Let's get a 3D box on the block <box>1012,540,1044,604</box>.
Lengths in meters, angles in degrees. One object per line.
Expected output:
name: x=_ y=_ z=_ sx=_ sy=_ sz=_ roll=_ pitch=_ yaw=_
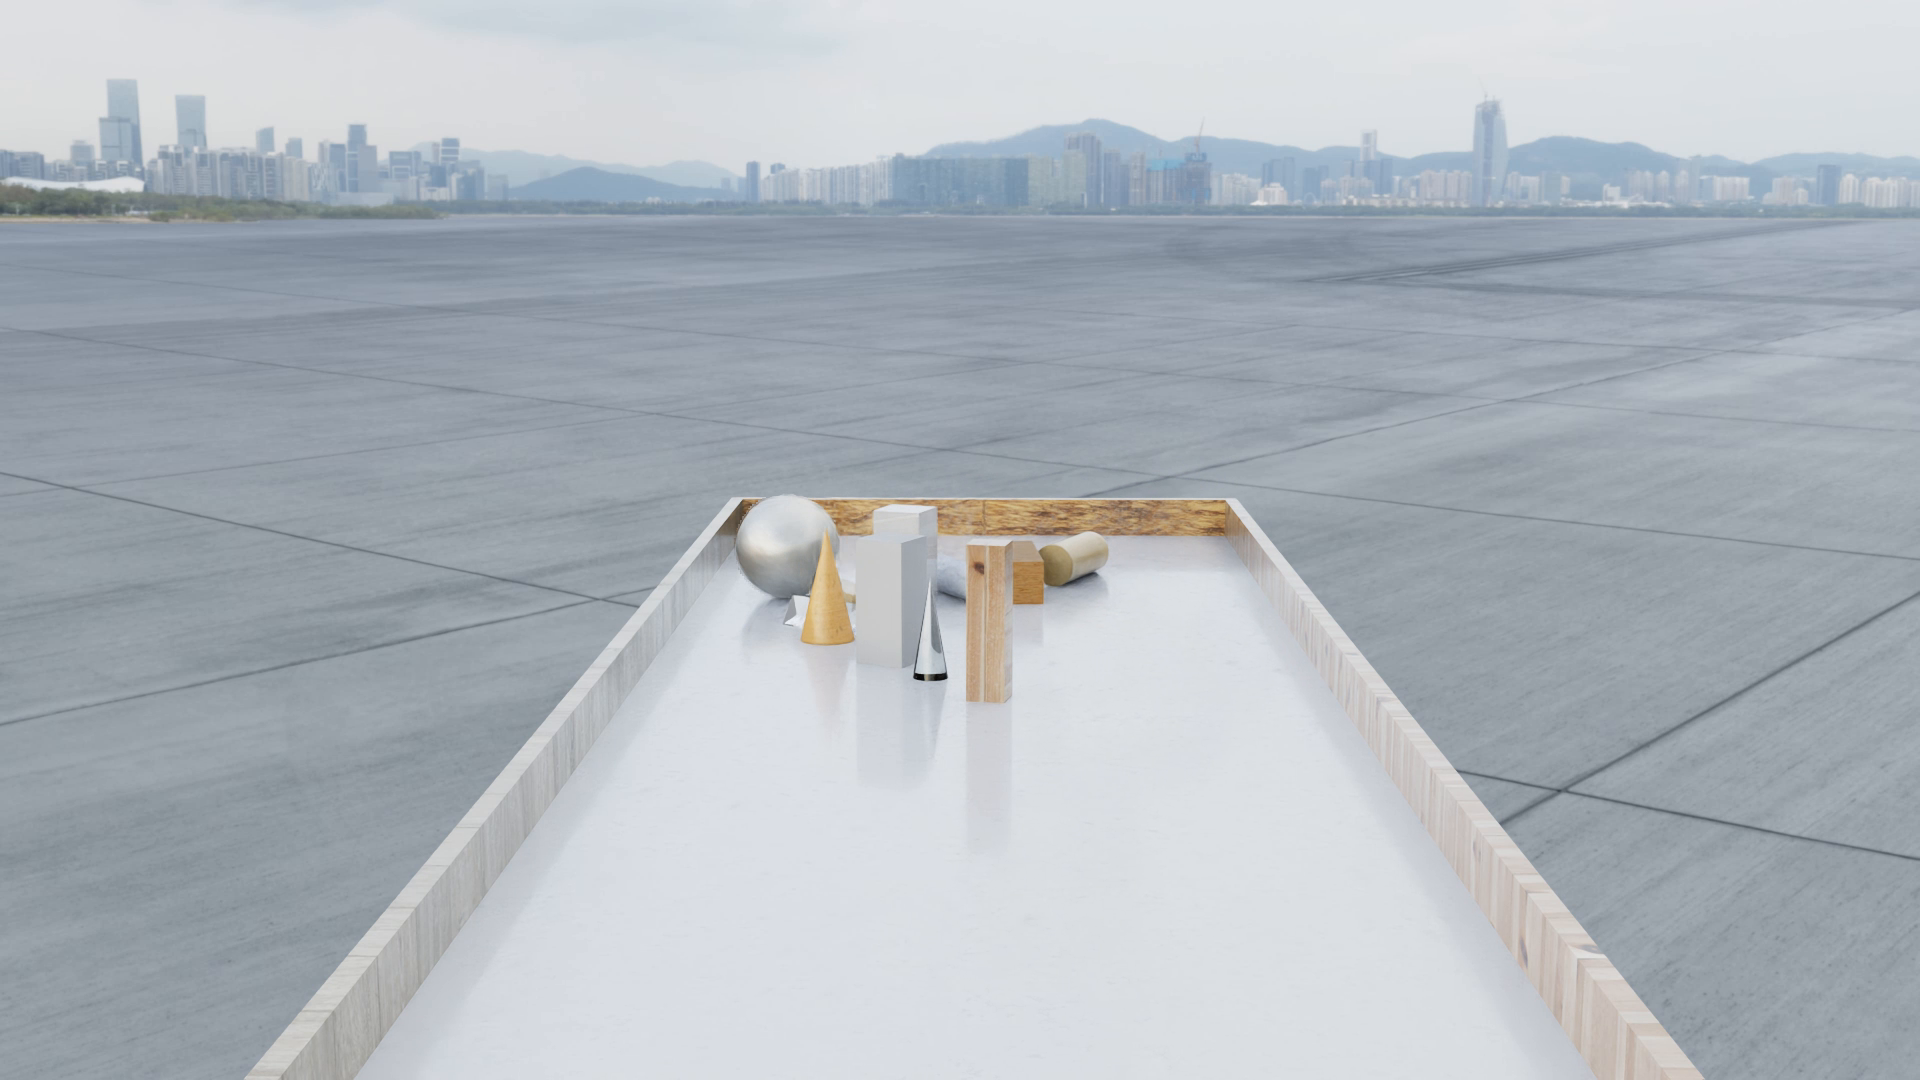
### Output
block: x=0.201 y=0.113 z=7.821 sx=0.149 sy=0.149 sz=0.458 roll=-1 pitch=9 yaw=-3

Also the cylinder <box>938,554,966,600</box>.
cylinder: x=0.002 y=0.137 z=7.732 sx=0.130 sy=0.130 sz=0.331 roll=-5 pitch=10 yaw=-28

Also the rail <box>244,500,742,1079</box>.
rail: x=-1.004 y=0.839 z=3.234 sx=0.050 sy=0.150 sz=12.000 roll=0 pitch=9 yaw=1

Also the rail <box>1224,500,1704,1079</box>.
rail: x=1.046 y=0.843 z=3.208 sx=0.050 sy=0.150 sz=12.000 roll=0 pitch=9 yaw=1

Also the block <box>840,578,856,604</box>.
block: x=-0.380 y=0.206 z=7.389 sx=0.101 sy=0.101 sz=0.308 roll=-5 pitch=10 yaw=-27

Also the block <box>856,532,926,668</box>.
block: x=-0.207 y=0.180 z=6.656 sx=0.158 sy=0.381 sz=0.158 roll=5 pitch=10 yaw=27

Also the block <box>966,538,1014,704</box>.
block: x=0.083 y=0.226 z=6.164 sx=0.110 sy=0.445 sz=0.110 roll=2 pitch=9 yaw=13

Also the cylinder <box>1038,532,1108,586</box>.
cylinder: x=0.412 y=0.068 z=8.097 sx=0.152 sy=0.152 sz=0.356 roll=4 pitch=10 yaw=25

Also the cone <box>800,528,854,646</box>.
cone: x=-0.422 y=0.138 z=6.973 sx=0.174 sy=0.365 sz=0.174 roll=0 pitch=9 yaw=0

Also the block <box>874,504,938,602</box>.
block: x=-0.188 y=0.056 z=7.598 sx=0.169 sy=0.332 sz=0.169 roll=3 pitch=10 yaw=21

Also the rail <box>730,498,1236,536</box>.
rail: x=0.099 y=-0.098 z=9.147 sx=2.100 sy=0.150 sz=0.050 roll=0 pitch=9 yaw=1

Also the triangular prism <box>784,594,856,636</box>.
triangular prism: x=-0.395 y=0.244 z=7.162 sx=0.393 sy=0.092 sz=0.106 roll=7 pitch=12 yaw=37

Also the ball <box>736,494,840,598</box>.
ball: x=-0.604 y=0.021 z=7.714 sx=0.363 sy=0.363 sz=0.363 roll=0 pitch=9 yaw=0

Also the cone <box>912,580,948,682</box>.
cone: x=-0.087 y=0.254 z=6.439 sx=0.105 sy=0.302 sz=0.105 roll=0 pitch=9 yaw=0
